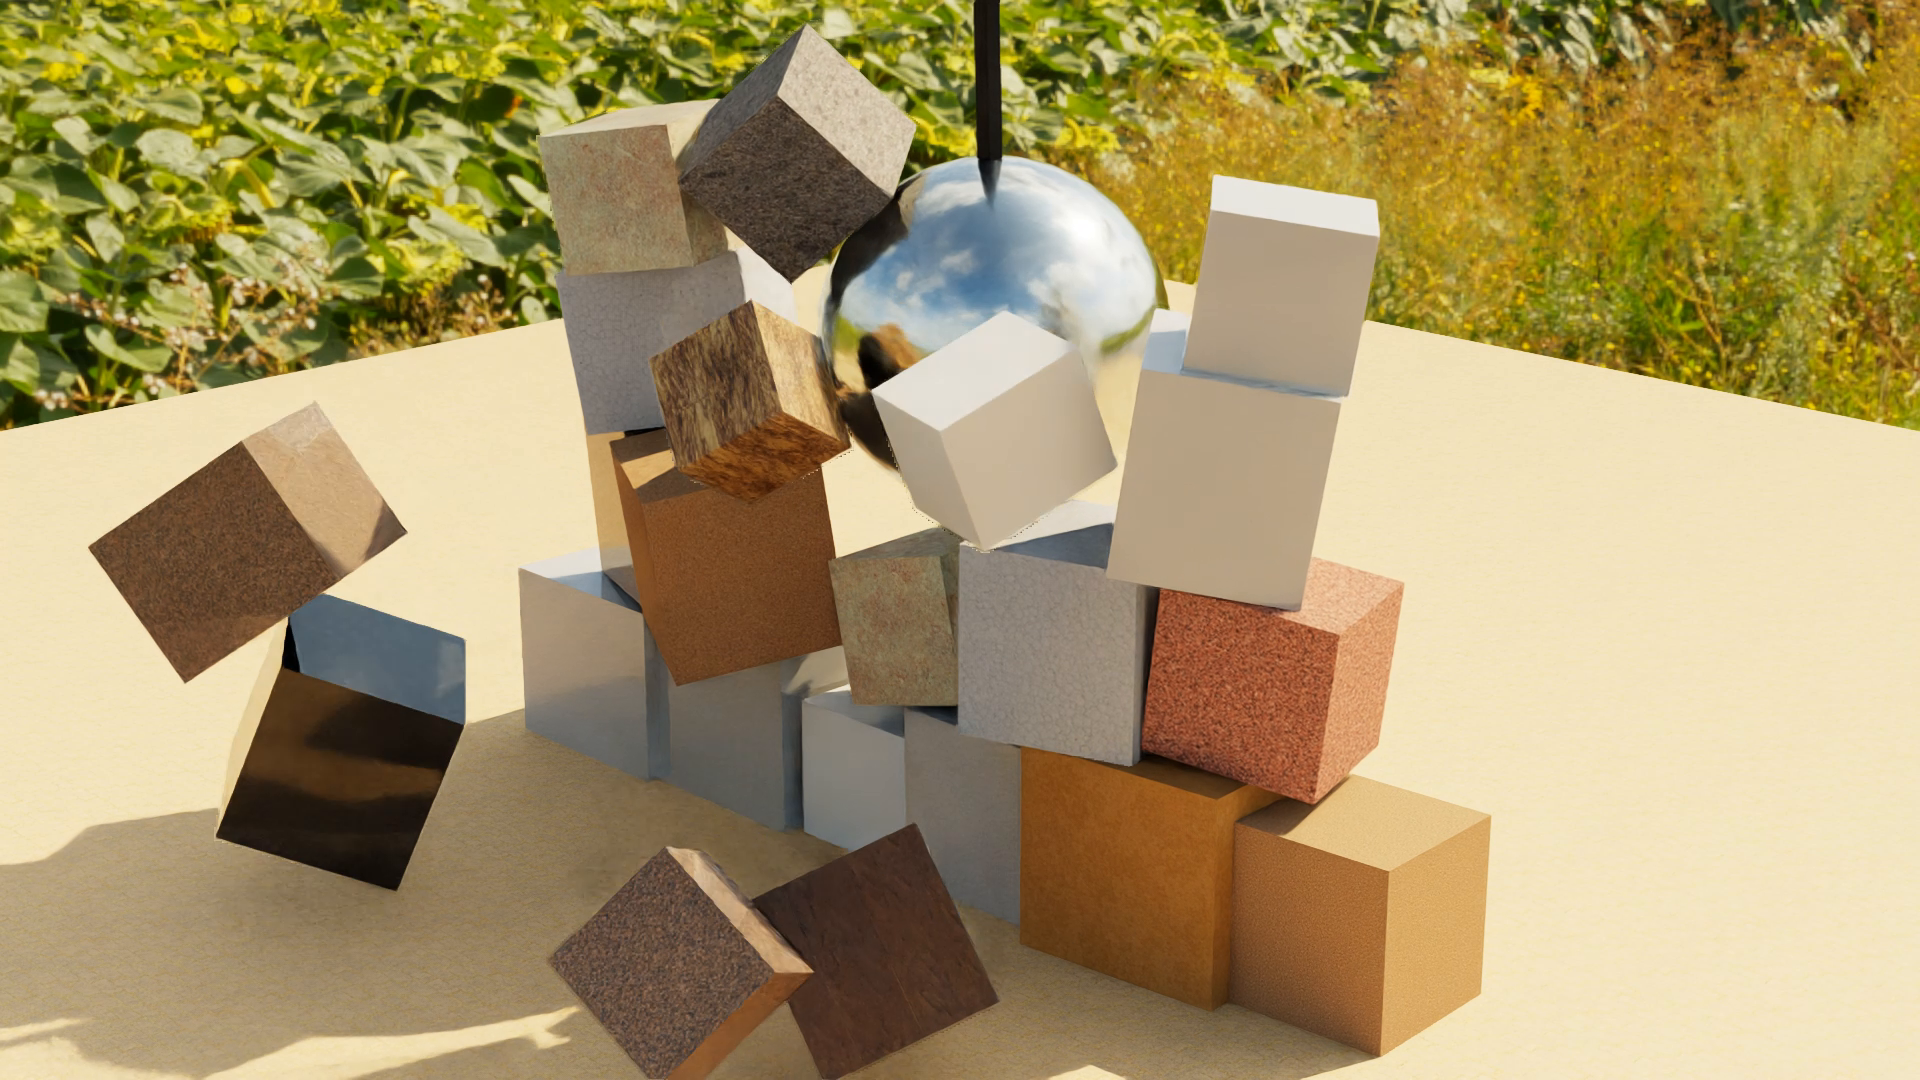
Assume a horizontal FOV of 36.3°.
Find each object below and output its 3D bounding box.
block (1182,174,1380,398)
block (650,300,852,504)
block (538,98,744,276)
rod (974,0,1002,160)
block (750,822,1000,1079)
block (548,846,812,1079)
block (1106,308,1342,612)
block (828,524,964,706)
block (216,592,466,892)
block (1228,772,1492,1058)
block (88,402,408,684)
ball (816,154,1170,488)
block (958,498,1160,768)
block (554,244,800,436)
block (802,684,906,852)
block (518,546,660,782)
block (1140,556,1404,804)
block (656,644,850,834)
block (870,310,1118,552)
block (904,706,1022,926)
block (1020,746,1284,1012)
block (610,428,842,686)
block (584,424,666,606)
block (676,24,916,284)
[{"bbox_3d":[1.272,-1.016,11.657,0.659,0.661,0.545,9,22,2],"label":"block"},{"bbox_3d":[-0.888,-0.580,12.437,0.549,0.553,0.524,-28,-28,22],"label":"block"},{"bbox_3d":[-1.416,-1.653,13.671,0.717,0.654,0.681,-1,18,29],"label":"block"},{"bbox_3d":[0.066,-4.145,12.108,0.080,5.200,0.080,17,26,42],"label":"rod"},{"bbox_3d":[-0.330,1.599,11.329,0.717,0.742,0.627,-25,-8,-3],"label":"block"},{"bbox_3d":[-1.017,1.564,10.748,0.615,0.595,0.529,46,3,14],"label":"block"},{"bbox_3d":[1.092,-0.340,12.021,0.795,0.901,0.825,10,22,4],"label":"block"},{"bbox_3d":[-0.026,0.327,13.453,0.688,0.679,0.814,-3,11,42],"label":"block"},{"bbox_3d":[-2.738,0.868,13.042,0.816,0.858,0.905,19,18,-16],"label":"block"},{"bbox_3d":[1.651,1.527,12.132,0.751,0.811,0.758,15,23,39],"label":"block"},{"bbox_3d":[-2.996,-0.001,12.404,0.843,0.690,0.816,-32,7,15],"label":"block"},{"bbox_3d":[0.153,-0.930,13.210,1.600,1.600,1.600,0,17,0],"label":"ball"},{"bbox_3d":[0.547,0.373,12.576,0.819,0.848,0.816,9,20,27],"label":"block"},{"bbox_3d":[-1.325,-1.032,14.095,0.898,0.781,0.796,-6,16,13],"label":"block"},{"bbox_3d":[-0.203,1.060,13.861,0.803,0.667,0.723,-17,24,-42],"label":"block"},{"bbox_3d":[-1.498,0.554,15.112,1.110,0.881,1.034,-16,24,-41],"label":"block"},{"bbox_3d":[1.299,0.522,12.204,0.789,0.755,0.706,17,24,25],"label":"block"},{"bbox_3d":[-0.841,0.751,14.384,0.881,0.941,0.954,-16,23,-41],"label":"block"},{"bbox_3d":[0.142,-0.449,11.887,0.680,0.587,0.554,-32,33,-18],"label":"block"},{"bbox_3d":[0.336,1.134,13.344,0.906,0.836,0.748,-17,24,-42],"label":"block"},{"bbox_3d":[0.967,1.291,12.659,1.017,0.947,0.987,14,22,38],"label":"block"},{"bbox_3d":[-1.076,0.007,13.661,0.828,0.916,0.834,-14,25,-12],"label":"block"},{"bbox_3d":[-1.298,-0.253,14.551,0.879,0.880,0.852,-10,15,-19],"label":"block"},{"bbox_3d":[-0.721,-1.726,13.109,0.674,0.690,0.650,-36,24,32],"label":"block"}]
